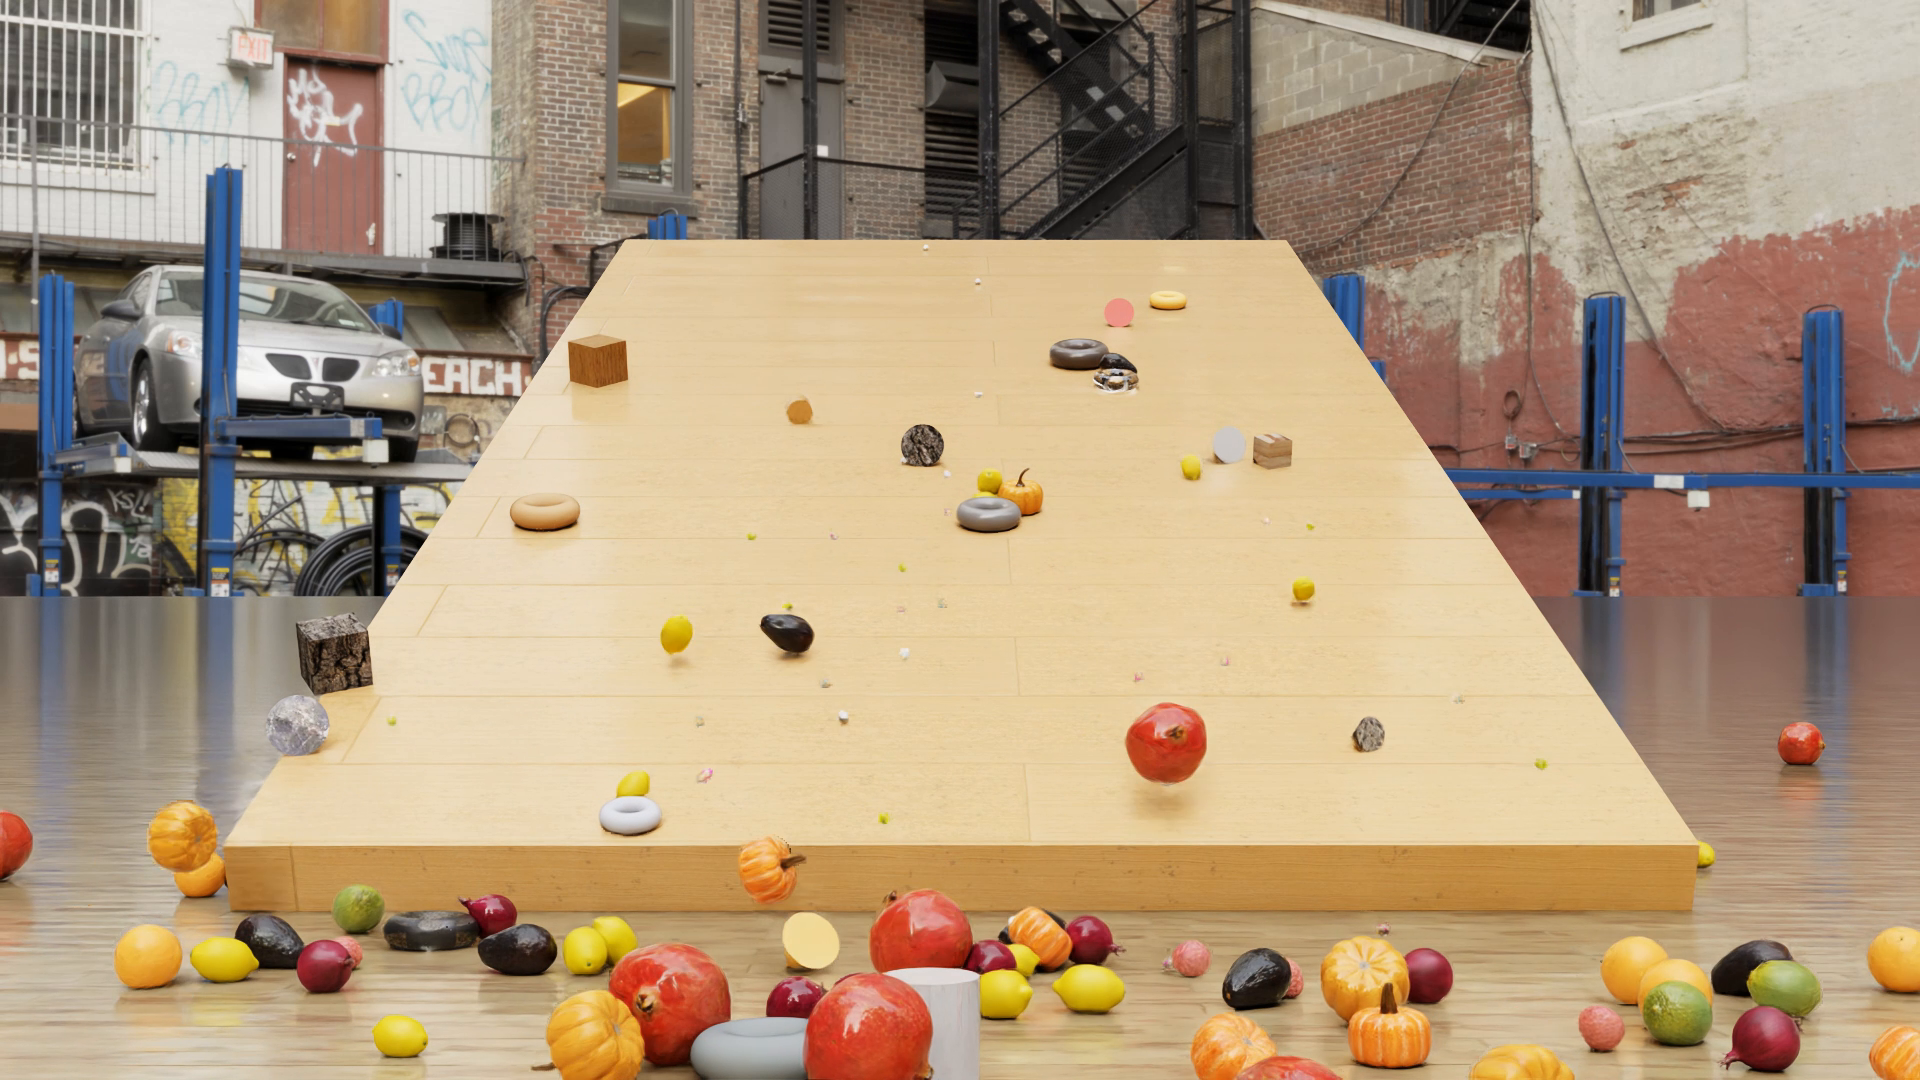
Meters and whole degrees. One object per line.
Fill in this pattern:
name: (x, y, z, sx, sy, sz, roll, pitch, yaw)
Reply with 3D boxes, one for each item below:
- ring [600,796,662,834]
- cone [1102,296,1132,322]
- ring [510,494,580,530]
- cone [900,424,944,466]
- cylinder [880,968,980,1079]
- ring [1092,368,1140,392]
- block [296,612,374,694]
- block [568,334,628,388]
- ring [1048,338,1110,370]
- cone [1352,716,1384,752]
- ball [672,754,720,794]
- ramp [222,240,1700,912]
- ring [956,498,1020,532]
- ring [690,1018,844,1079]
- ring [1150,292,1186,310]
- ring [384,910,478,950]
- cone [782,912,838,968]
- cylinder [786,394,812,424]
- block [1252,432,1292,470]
ring: (-0.454, 0.379, 3.109, 0.086, 0.029, 0.086, 1, 18, 0)
cone: (0.412, -0.580, 5.841, 0.077, 0.077, 0.077, 0, -21, 13)
ring: (-0.795, -0.055, 4.323, 0.134, 0.045, 0.134, 1, 18, 0)
cone: (-0.075, -0.190, 4.716, 0.090, 0.090, 0.090, 0, -7, 3)
cylinder: (-0.027, 0.439, 2.038, 0.090, 0.090, 0.090, 0, -1, 0)
ring: (0.363, -0.373, 5.247, 0.108, 0.036, 0.108, 1, 18, 0)
block: (-0.992, 0.180, 3.577, 0.092, 0.092, 0.092, -10, 22, -27)
block: (-0.848, -0.420, 5.287, 0.096, 0.096, 0.096, 16, 25, 38)
ring: (0.287, -0.449, 5.445, 0.148, 0.049, 0.148, -1, 20, 0)
cone: (0.599, 0.292, 3.369, 0.051, 0.051, 0.051, 1, -10, -25)
ball: (-0.378, 0.342, 3.229, 0.070, 0.070, 0.070, 0, -1, 0)
ramp: (-0.004, -0.200, 4.959, 2.000, 0.100, 4.000, 0, 19, 0)
ring: (0.054, -0.050, 4.315, 0.126, 0.042, 0.126, 1, 18, 0)
ring: (-0.173, 0.462, 2.032, 0.139, 0.046, 0.139, -1, -2, 0)
ring: (0.554, -0.639, 6.011, 0.101, 0.034, 0.101, 1, 21, 0)
ring: (-0.653, 0.482, 2.788, 0.116, 0.039, 0.116, 1, -2, 0)
cone: (-0.187, 0.478, 2.612, 0.070, 0.070, 0.070, 1, -34, -31)
cylinder: (-0.356, -0.289, 4.976, 0.055, 0.055, 0.055, 0, 19, -10)
block: (0.648, -0.184, 4.677, 0.057, 0.057, 0.057, -9, 21, -25)
